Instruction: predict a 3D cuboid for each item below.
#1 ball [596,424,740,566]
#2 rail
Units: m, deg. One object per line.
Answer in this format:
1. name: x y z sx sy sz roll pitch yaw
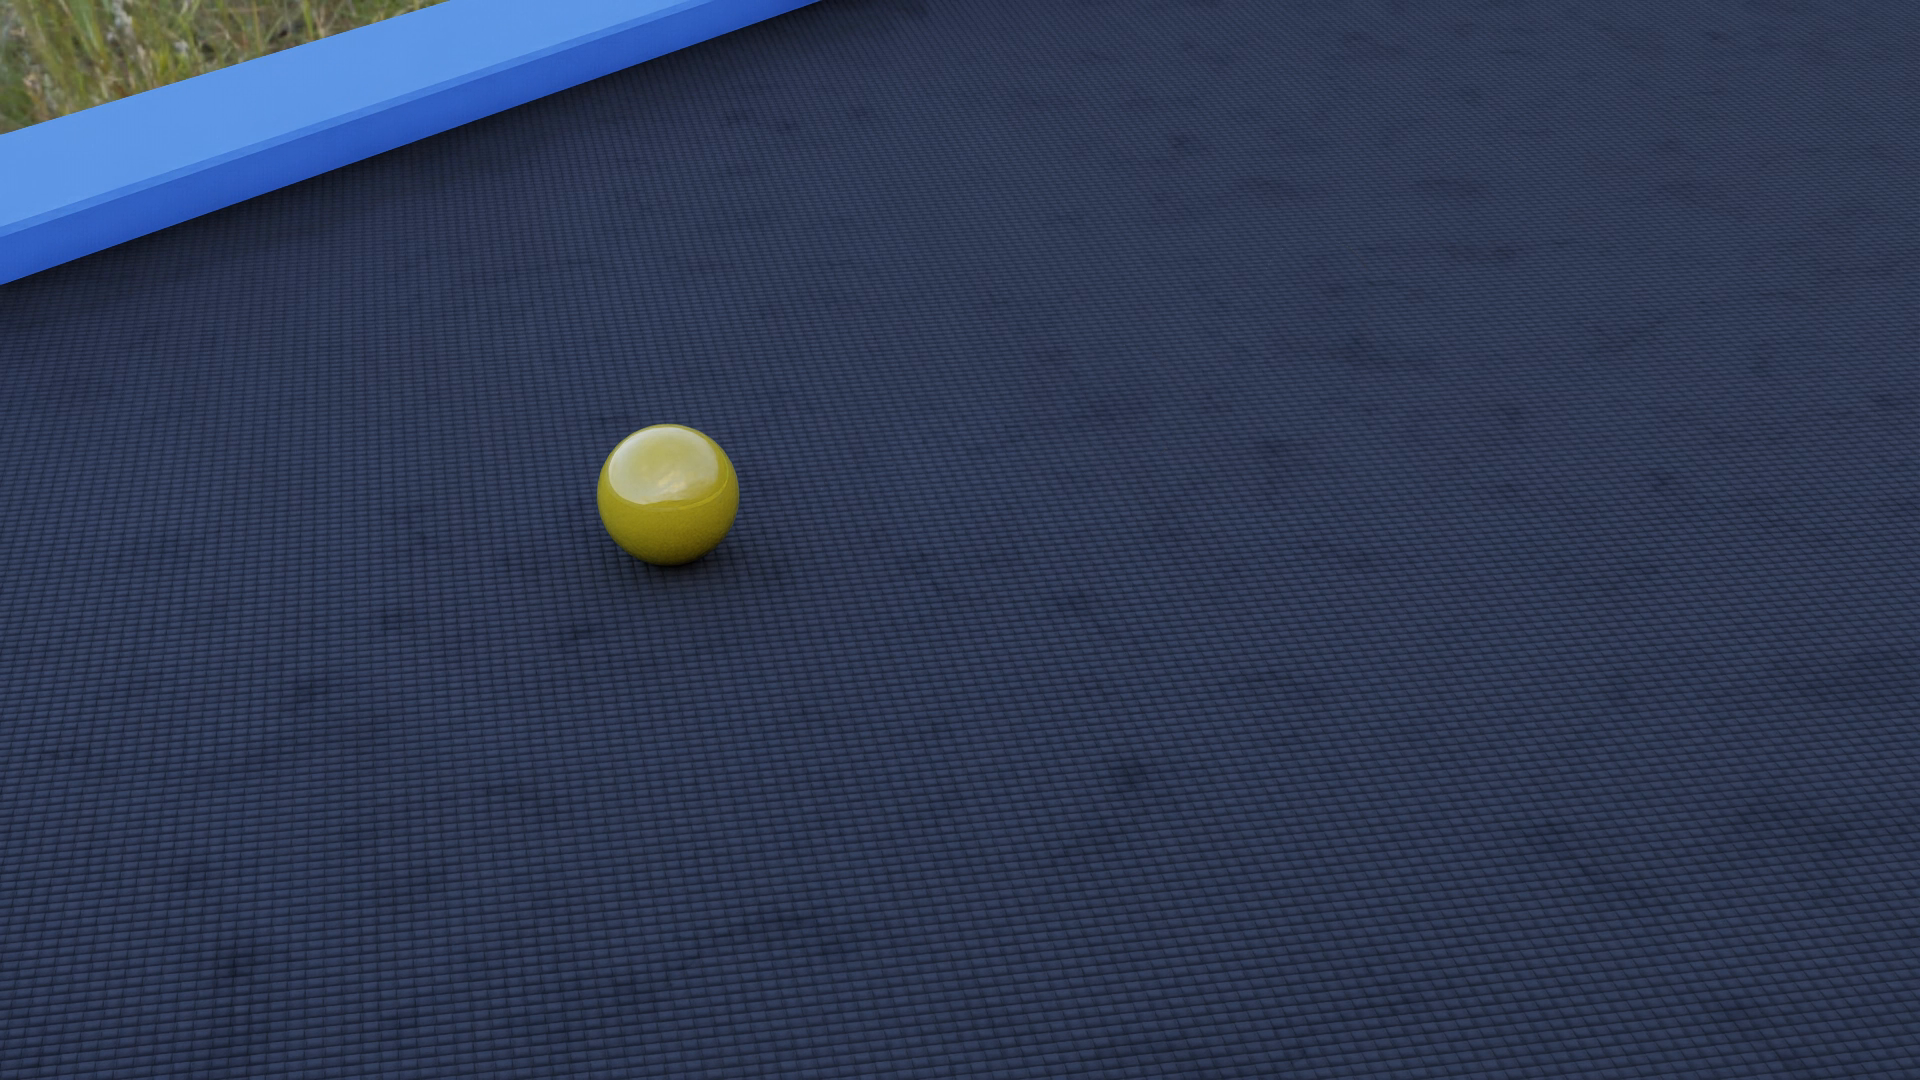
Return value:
1. ball: -0.188 -0.029 1.892 0.092 0.092 0.092 0 25 0
2. rail: -0.289 -0.548 2.988 0.045 0.119 3.574 16 29 31
